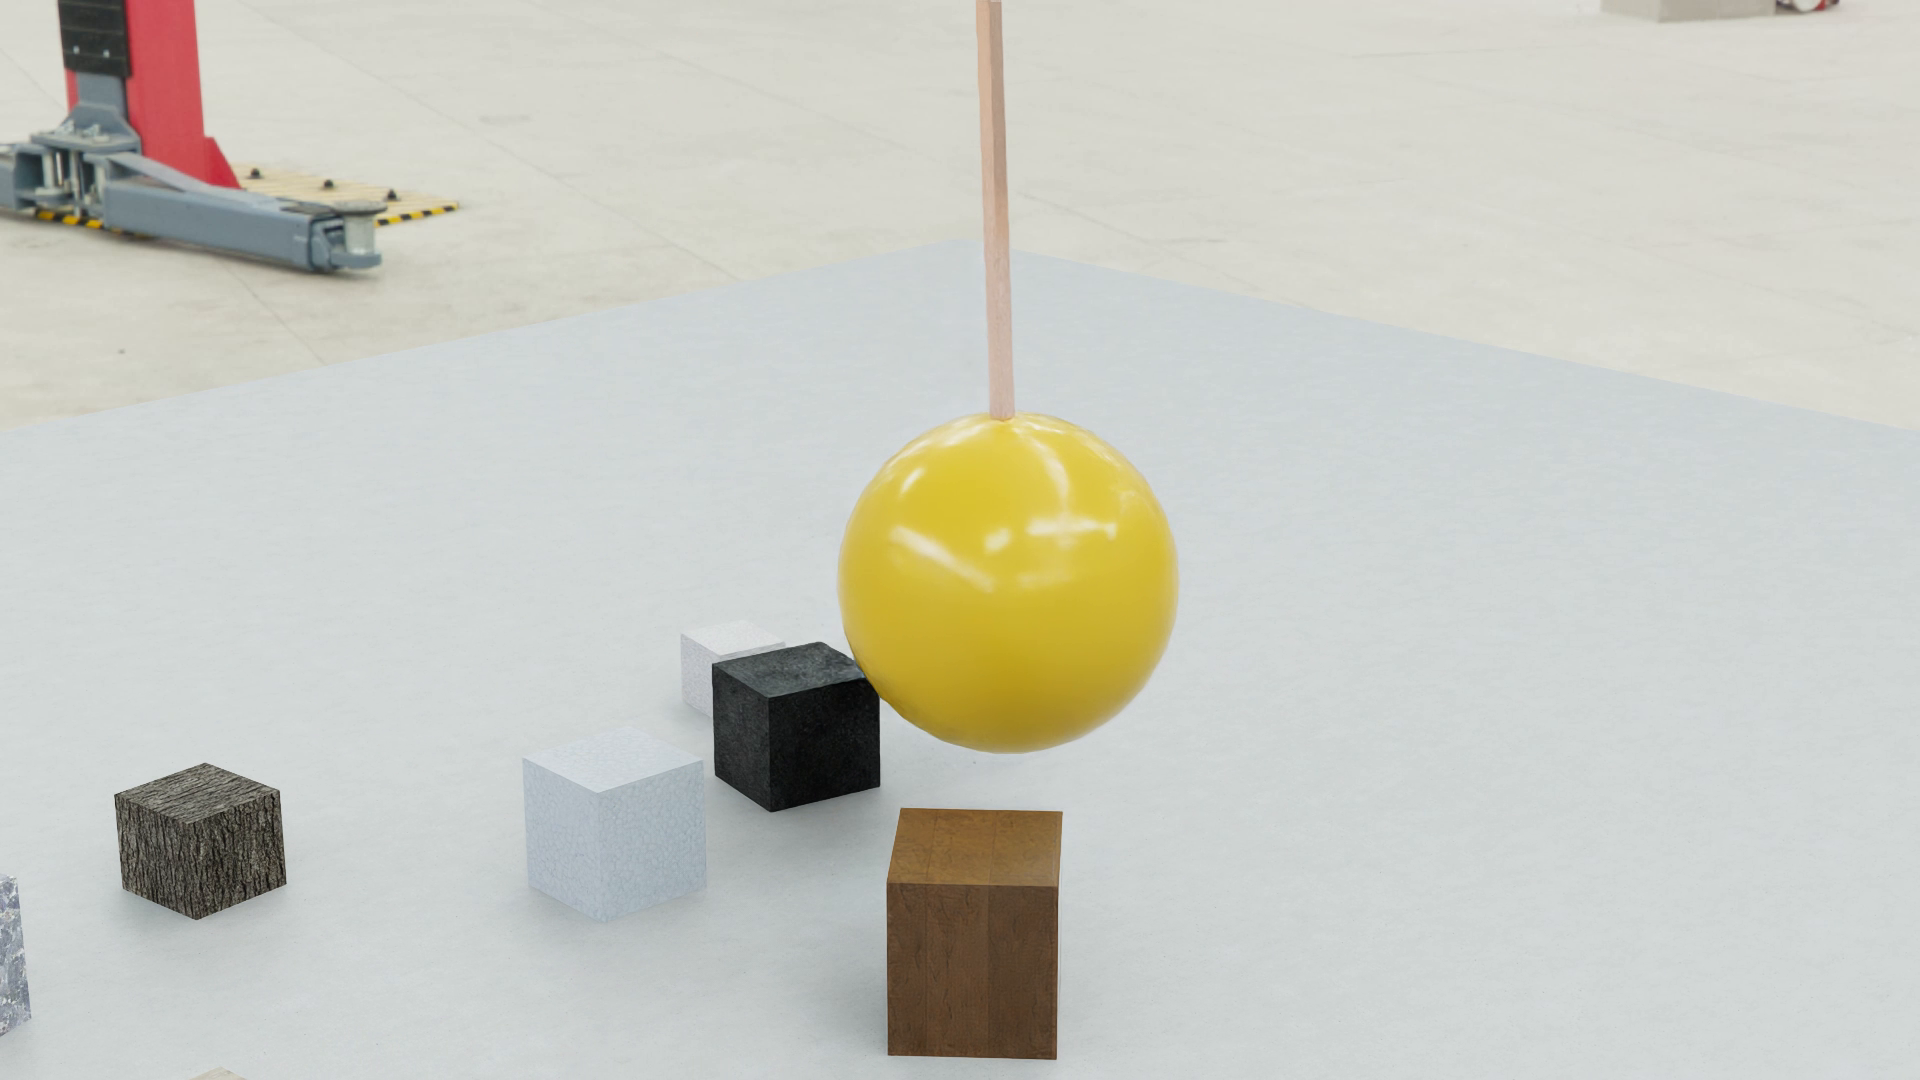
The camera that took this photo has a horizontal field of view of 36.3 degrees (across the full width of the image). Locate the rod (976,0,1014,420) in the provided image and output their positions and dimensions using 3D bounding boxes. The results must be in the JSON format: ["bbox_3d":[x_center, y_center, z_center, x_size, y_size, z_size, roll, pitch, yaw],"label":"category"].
[{"bbox_3d":[0.097,-3.008,12.498,0.080,5.200,0.080,17,27,42],"label":"rod"}]

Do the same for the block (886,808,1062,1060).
[{"bbox_3d":[0.070,1.600,11.997,0.678,0.754,0.764,1,17,3],"label":"block"}]

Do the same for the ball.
[{"bbox_3d":[0.224,0.194,13.637,1.600,1.600,1.600,0,17,0],"label":"ball"}]

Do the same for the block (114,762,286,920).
[{"bbox_3d":[-3.433,1.356,13.262,0.539,0.461,0.501,14,22,37],"label":"block"}]

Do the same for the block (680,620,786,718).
[{"bbox_3d":[-1.199,0.692,15.510,0.390,0.379,0.433,-11,21,-32],"label":"block"}]

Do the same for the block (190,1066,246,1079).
[{"bbox_3d":[-2.533,2.316,9.808,0.718,0.700,0.729,14,22,38],"label":"block"}]

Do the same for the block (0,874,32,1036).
[{"bbox_3d":[-4.184,1.701,11.875,0.560,0.634,0.506,8,19,24],"label":"block"}]

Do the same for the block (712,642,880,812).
[{"bbox_3d":[-0.808,0.913,14.456,0.618,0.590,0.574,-11,20,-31],"label":"block"}]

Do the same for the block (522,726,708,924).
[{"bbox_3d":[-1.558,1.275,13.250,0.583,0.622,0.574,-15,23,-40],"label":"block"}]
